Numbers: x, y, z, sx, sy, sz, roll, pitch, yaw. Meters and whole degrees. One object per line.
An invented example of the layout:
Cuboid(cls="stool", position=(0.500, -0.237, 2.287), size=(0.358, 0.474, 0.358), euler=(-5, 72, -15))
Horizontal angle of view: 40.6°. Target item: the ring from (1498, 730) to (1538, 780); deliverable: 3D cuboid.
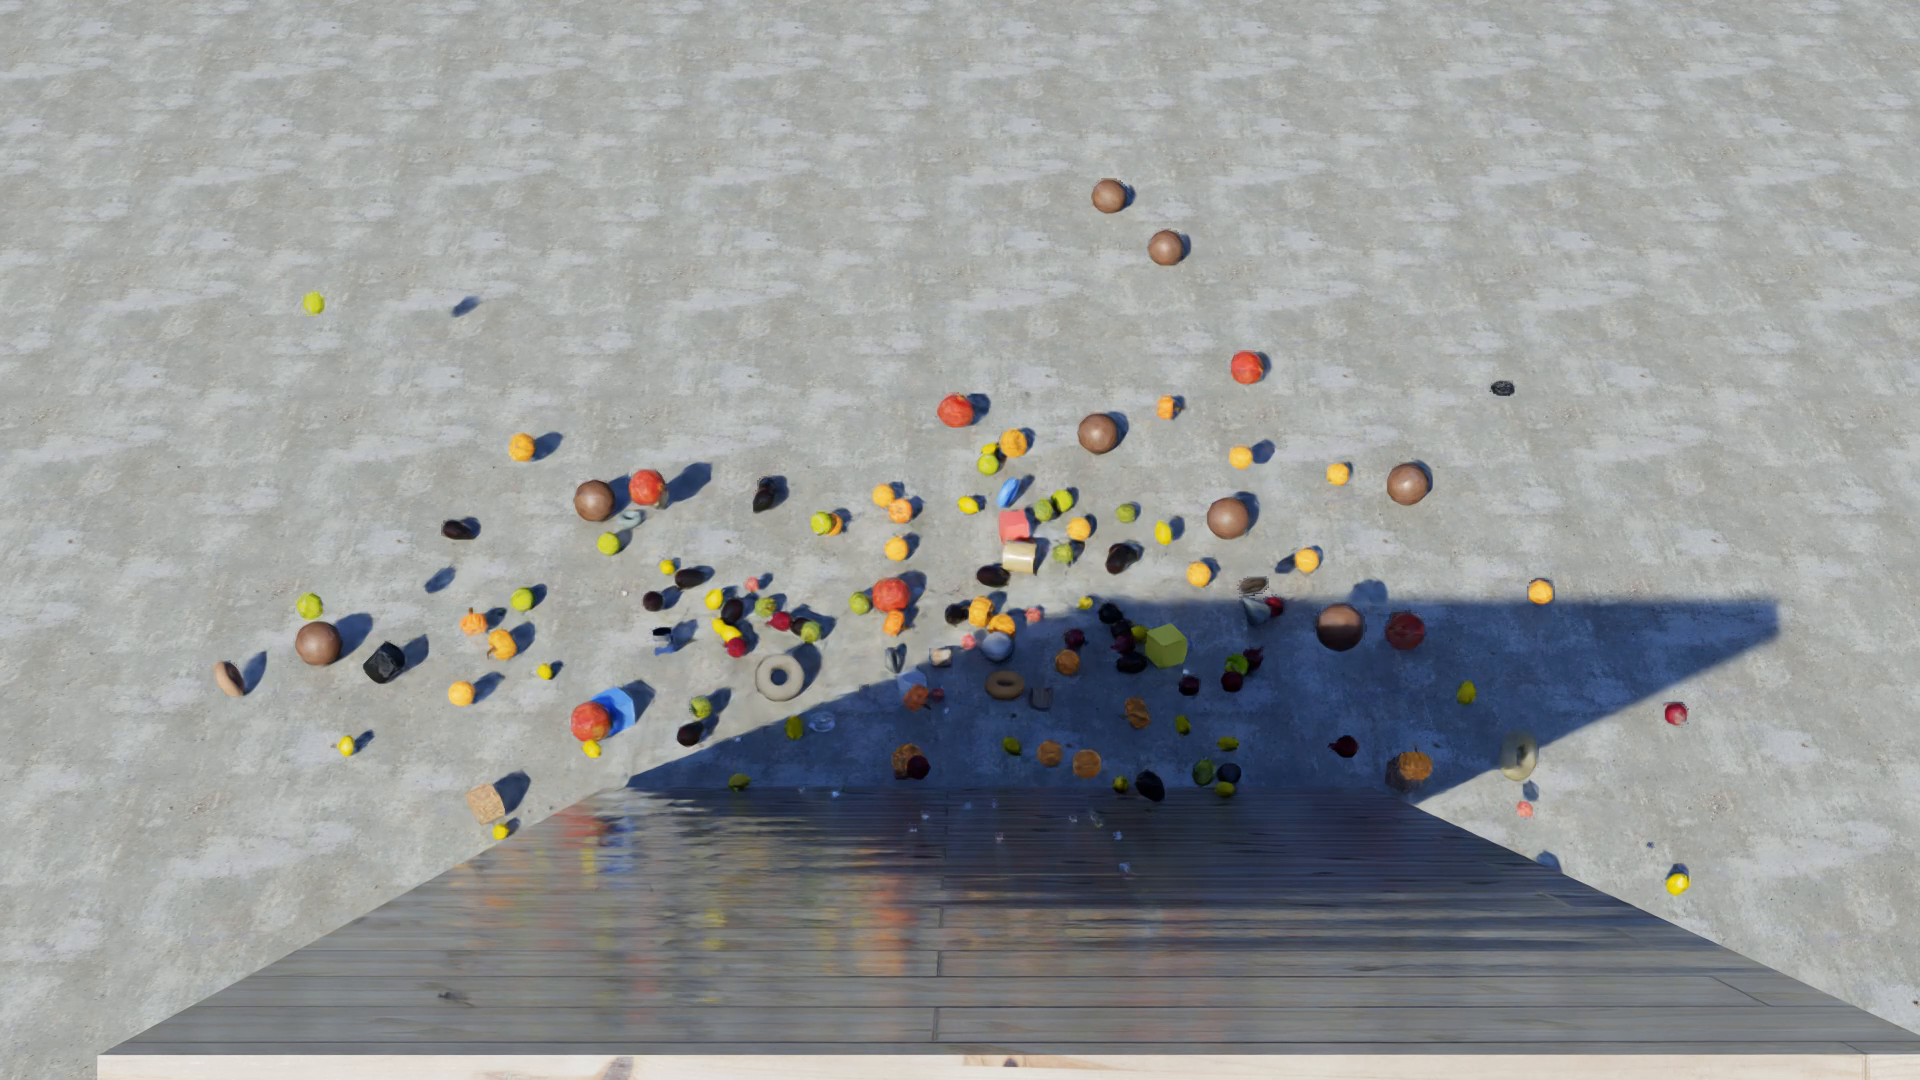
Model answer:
Cuboid(cls="ring", position=(1.488, 0.573, 6.920), size=(0.140, 0.140, 0.047), euler=(-29, 21, -36))

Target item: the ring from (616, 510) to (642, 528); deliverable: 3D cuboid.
Cuboid(cls="ring", position=(-1.014, -0.066, 7.972), size=(0.080, 0.027, 0.080), euler=(0, 32, 0))

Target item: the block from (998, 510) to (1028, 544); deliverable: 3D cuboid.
Cuboid(cls="block", position=(0.163, -0.036, 7.883), size=(0.075, 0.075, 0.075), euler=(-6, 34, -9))

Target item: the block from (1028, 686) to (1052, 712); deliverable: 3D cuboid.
Cuboid(cls="block", position=(0.220, 0.436, 7.117), size=(0.054, 0.054, 0.054), euler=(6, 74, -10))

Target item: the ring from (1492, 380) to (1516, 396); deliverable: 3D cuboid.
Cuboid(cls="ring", position=(1.807, -0.503, 8.628), size=(0.079, 0.026, 0.079), euler=(-1, 33, 1))

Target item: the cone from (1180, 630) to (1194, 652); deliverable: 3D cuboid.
Cuboid(cls="cone", position=(0.635, 0.280, 7.410), size=(0.062, 0.062, 0.062), euler=(-11, 32, 7))

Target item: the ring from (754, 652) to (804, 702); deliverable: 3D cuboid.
Cuboid(cls="ring", position=(-0.501, 0.381, 7.211), size=(0.139, 0.046, 0.139), euler=(2, 74, -6))

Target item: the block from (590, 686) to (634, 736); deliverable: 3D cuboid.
Cuboid(cls="block", position=(-0.953, 0.469, 7.116), size=(0.084, 0.084, 0.084), euler=(-24, 40, -32))

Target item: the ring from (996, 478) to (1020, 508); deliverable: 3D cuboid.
Cuboid(cls="ring", position=(0.148, -0.145, 7.987), size=(0.034, 0.102, 0.102), euler=(34, 38, -1))

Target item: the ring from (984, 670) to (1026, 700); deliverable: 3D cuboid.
Cuboid(cls="ring", position=(0.126, 0.405, 7.254), size=(0.117, 0.039, 0.117), euler=(2, 32, -1))

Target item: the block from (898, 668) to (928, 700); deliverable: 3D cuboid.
Cuboid(cls="block", position=(-0.133, 0.401, 7.237), size=(0.058, 0.058, 0.058), euler=(-21, 31, -28))

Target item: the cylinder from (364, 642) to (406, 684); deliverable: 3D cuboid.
Cuboid(cls="cylinder", position=(-1.612, 0.345, 7.265), size=(0.083, 0.083, 0.083), euler=(39, 23, -20))

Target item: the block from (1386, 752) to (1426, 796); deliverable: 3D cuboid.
Cuboid(cls="block", position=(1.184, 0.621, 6.902), size=(0.071, 0.071, 0.071), euler=(-27, 42, -34))

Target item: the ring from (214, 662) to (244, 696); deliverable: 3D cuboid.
Cuboid(cls="ring", position=(-2.029, 0.386, 7.208), size=(0.037, 0.111, 0.111), euler=(-30, 35, 7))

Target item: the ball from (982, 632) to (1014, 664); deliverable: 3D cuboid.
Cuboid(cls="ball", position=(0.107, 0.304, 7.360), size=(0.090, 0.090, 0.090), euler=(0, 34, 0))

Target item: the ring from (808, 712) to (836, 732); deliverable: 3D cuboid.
Cuboid(cls="ring", position=(-0.379, 0.499, 7.125), size=(0.076, 0.025, 0.076), euler=(-1, 32, 0))

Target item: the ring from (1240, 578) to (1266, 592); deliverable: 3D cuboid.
Cuboid(cls="ring", position=(0.808, 0.124, 7.148), size=(0.076, 0.076, 0.025), euler=(-9, 71, -13))

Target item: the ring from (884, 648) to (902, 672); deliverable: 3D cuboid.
Cuboid(cls="ring", position=(-0.190, 0.340, 7.326), size=(0.025, 0.075, 0.075), euler=(-24, 27, 22))

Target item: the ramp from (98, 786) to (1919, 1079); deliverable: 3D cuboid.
Cuboid(cls="ramp", position=(0.075, 0.649, 4.781), size=(2.000, 0.100, 4.000), euler=(0, -1, 0))

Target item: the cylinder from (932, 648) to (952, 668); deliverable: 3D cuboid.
Cuboid(cls="cylinder", position=(-0.052, 0.334, 7.346), size=(0.052, 0.052, 0.052), euler=(-3, 34, -5))

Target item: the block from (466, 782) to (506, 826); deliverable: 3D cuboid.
Cuboid(cls="block", position=(-1.237, 0.687, 6.761), size=(0.069, 0.069, 0.069), euler=(-29, 43, -21))

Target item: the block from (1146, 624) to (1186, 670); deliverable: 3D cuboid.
Cuboid(cls="block", position=(0.585, 0.302, 7.369), size=(0.083, 0.083, 0.083), euler=(-18, 38, -24))

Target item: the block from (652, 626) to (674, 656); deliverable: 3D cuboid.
Cuboid(cls="block", position=(-0.843, 0.286, 7.349), size=(0.052, 0.052, 0.052), euler=(-7, 46, -10))

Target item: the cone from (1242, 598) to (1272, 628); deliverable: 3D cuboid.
Cuboid(cls="cone", position=(0.840, 0.193, 7.496), size=(0.087, 0.087, 0.087), euler=(-37, 22, 18))

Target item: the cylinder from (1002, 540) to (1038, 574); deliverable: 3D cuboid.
Cuboid(cls="cylinder", position=(0.178, 0.050, 7.732), size=(0.093, 0.093, 0.093), euler=(8, 34, 7))
